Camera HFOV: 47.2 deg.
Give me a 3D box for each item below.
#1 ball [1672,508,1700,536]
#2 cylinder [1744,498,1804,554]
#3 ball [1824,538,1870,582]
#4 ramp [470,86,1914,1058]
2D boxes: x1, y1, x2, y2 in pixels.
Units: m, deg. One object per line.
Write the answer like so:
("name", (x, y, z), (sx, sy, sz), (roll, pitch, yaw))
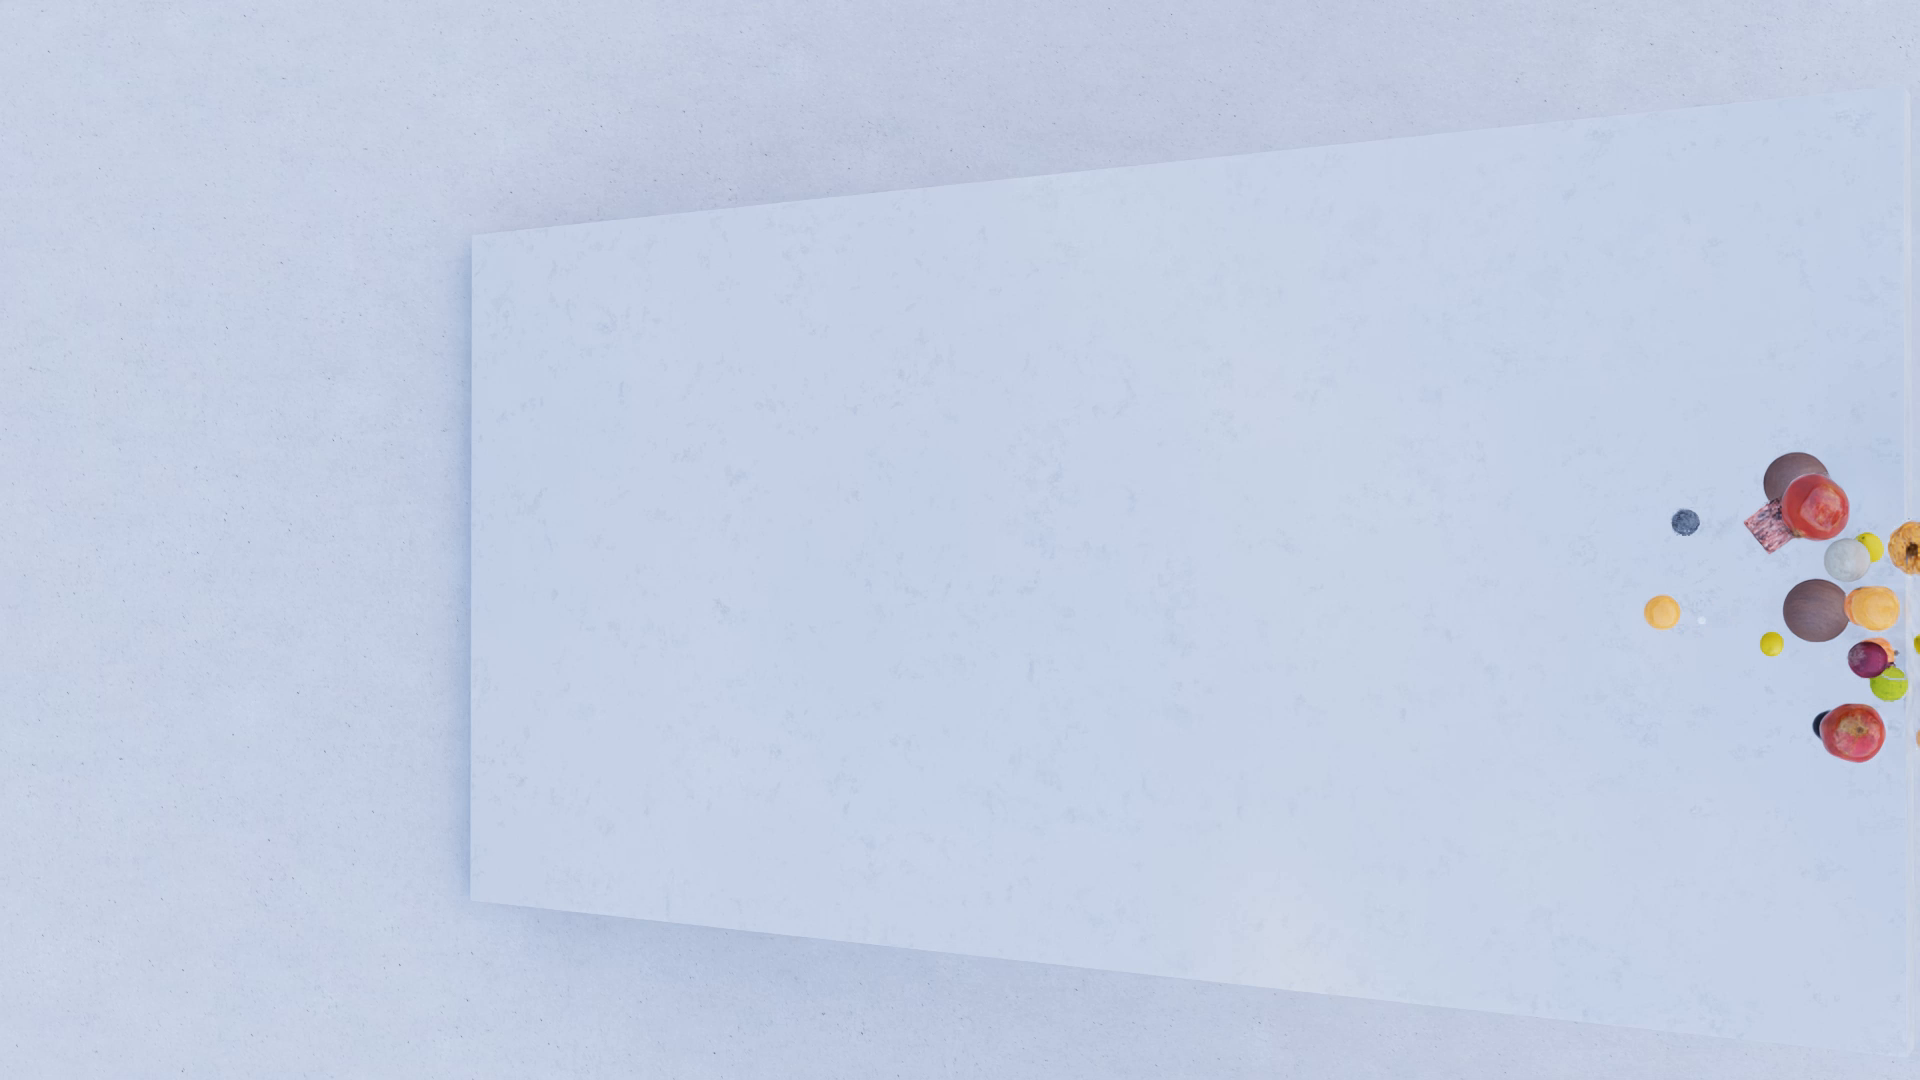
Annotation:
("ball", (1.467, -0.036, 4.449), (0.054, 0.054, 0.054), (0, 89, 0))
("cylinder", (1.399, -0.023, 3.782), (0.070, 0.070, 0.070), (-36, 89, 0))
("ball", (1.635, 0.037, 4.053), (0.081, 0.081, 0.081), (0, 89, 0))
("ramp", (0.264, 0.073, 5.609), (4.000, 0.100, 2.000), (0, 89, 31))
